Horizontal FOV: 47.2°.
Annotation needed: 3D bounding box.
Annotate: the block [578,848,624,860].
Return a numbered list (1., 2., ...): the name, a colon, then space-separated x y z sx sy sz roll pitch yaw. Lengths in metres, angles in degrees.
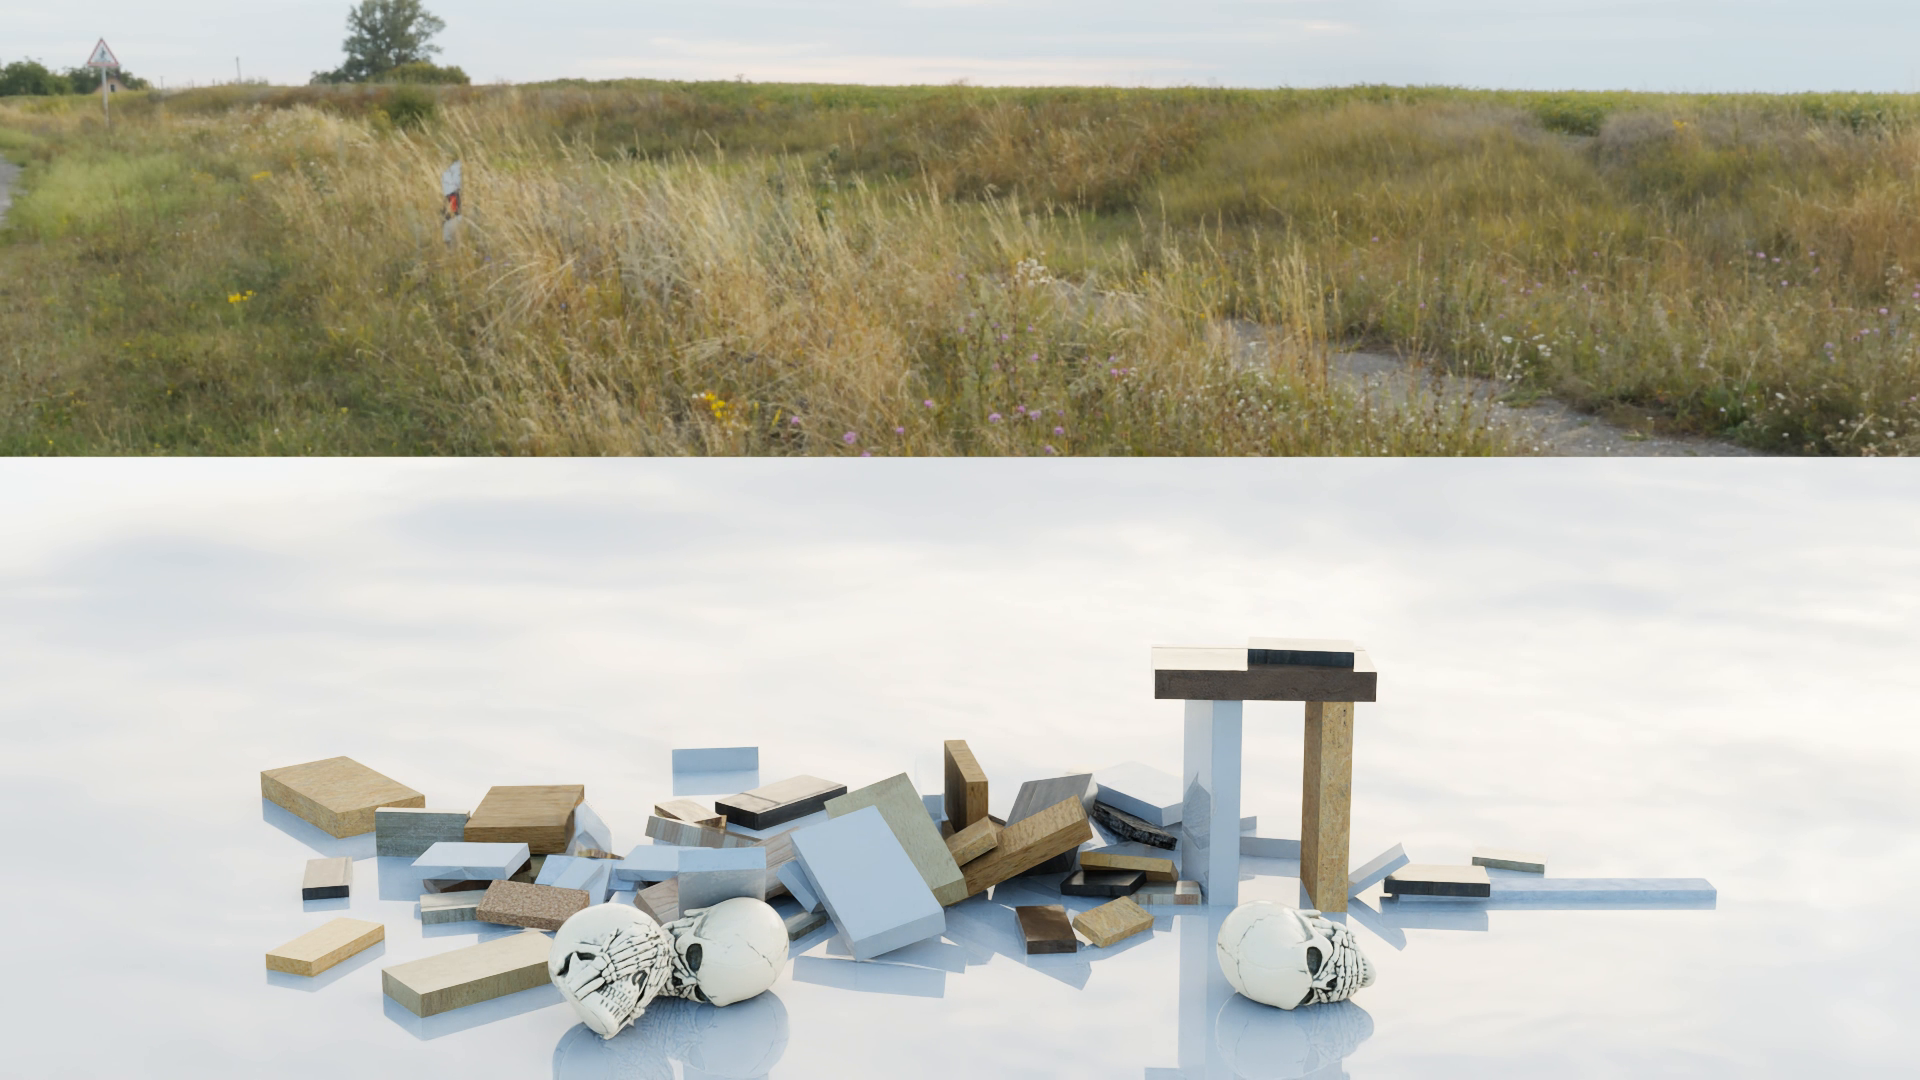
1. block: -0.597 0.544 3.733 0.093 0.013 0.046 23 -29 -34

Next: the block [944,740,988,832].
1. block: 0.010 0.451 3.875 0.037 0.132 0.264 -2 11 -9

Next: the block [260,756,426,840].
1. block: -1.161 0.480 4.130 0.171 0.048 0.342 -9 14 -39

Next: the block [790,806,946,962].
1. block: -0.149 0.542 3.493 0.149 0.042 0.298 -17 33 -17

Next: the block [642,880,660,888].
1. block: -0.522 0.563 3.764 0.065 0.018 0.130 -5 12 -24

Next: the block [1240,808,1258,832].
1. block: 0.450 0.490 3.954 0.086 0.024 0.171 -5 12 -26

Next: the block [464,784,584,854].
1. block: -0.777 0.499 3.945 0.171 0.048 0.342 -1 6 -4

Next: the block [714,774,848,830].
1. block: -0.333 0.490 4.117 0.116 0.033 0.232 9 14 40

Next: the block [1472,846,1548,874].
1. block: 0.954 0.554 3.813 0.122 0.017 0.061 4 11 20

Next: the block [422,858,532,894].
1. block: -0.812 0.558 3.697 0.161 0.023 0.081 -18 20 -31

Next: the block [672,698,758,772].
1. block: -0.509 0.401 4.552 0.171 0.048 0.381 -1 11 -7

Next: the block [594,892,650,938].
1. block: -0.535 0.602 3.544 0.075 0.021 0.149 1 11 5

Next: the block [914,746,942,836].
1. block: -0.057 0.460 3.868 0.033 0.116 0.293 -1 11 -4

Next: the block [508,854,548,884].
1. block: -0.748 0.560 3.766 0.164 0.023 0.082 10 15 43

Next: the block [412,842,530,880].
1. block: -0.820 0.538 3.686 0.174 0.025 0.087 -2 18 16

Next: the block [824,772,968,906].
1. block: -0.108 0.508 3.623 0.149 0.042 0.298 -19 34 -11

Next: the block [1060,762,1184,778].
1. block: 0.322 0.471 4.214 0.244 0.035 0.122 4 11 19

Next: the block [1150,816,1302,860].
1. block: 0.497 0.525 3.922 0.299 0.035 0.122 2 11 13

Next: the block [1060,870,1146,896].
1. block: 0.238 0.570 3.657 0.129 0.018 0.064 -5 12 30

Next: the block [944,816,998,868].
1. block: -0.024 0.530 3.682 0.181 0.026 0.090 -30 10 3

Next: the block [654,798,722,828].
1. block: -0.495 0.500 3.999 0.067 0.019 0.134 -7 13 -34

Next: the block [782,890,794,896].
1. block: -0.339 0.559 3.655 0.148 0.021 0.074 14 6 -20

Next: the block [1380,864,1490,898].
1. block: 0.787 0.564 3.648 0.171 0.024 0.085 1 11 6

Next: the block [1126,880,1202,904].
1. block: 0.332 0.585 3.646 0.129 0.018 0.064 0 11 1

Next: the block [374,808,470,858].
1. block: -0.941 0.514 3.856 0.164 0.082 0.023 1 11 5

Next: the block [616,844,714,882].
1. block: -0.487 0.536 3.641 0.148 0.021 0.074 -2 24 25

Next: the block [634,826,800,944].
1. block: -0.365 0.556 3.567 0.356 0.026 0.090 -17 54 -47

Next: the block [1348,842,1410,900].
1. block: 0.688 0.550 3.651 0.122 0.017 0.061 -34 5 10

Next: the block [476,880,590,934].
1. block: -0.685 0.587 3.529 0.161 0.023 0.081 6 29 8

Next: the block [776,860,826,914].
1. block: -0.210 0.556 3.619 0.090 0.026 0.181 44 28 25

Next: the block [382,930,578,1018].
1. block: -0.715 0.644 3.278 0.255 0.036 0.127 -9 14 -39

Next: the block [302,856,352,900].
1. block: -1.067 0.571 3.714 0.075 0.021 0.149 -2 11 -13

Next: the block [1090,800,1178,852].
1. block: 0.282 0.496 3.927 0.077 0.022 0.412 16 0 -14

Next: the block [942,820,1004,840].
1. block: -0.033 0.534 3.880 0.232 0.033 0.116 -8 13 -36

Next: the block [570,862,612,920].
1. block: -0.612 0.573 3.604 0.067 0.019 0.134 0 27 -1

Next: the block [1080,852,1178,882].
1. block: 0.285 0.553 3.696 0.155 0.022 0.077 3 -25 16

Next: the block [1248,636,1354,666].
1. block: 0.556 0.182 3.589 0.171 0.024 0.086 2 11 9

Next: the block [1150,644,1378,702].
1. block: 0.493 0.217 3.604 0.354 0.050 0.177 1 11 3

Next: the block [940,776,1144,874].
1. block: 0.134 0.512 3.975 0.149 0.042 0.452 -7 13 -33

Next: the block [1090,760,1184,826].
1. block: 0.339 0.458 3.986 0.122 0.035 0.244 -13 15 -31

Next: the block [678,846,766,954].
1. block: -0.361 0.546 3.323 0.127 0.255 0.036 -2 53 -8

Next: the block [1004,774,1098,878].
1. block: 0.149 0.496 3.824 0.132 0.037 0.264 -10 22 19

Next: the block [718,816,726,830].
1. block: -0.491 0.520 3.996 0.130 0.018 0.065 -1 11 -3

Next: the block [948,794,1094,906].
1. block: 0.090 0.516 3.661 0.264 0.037 0.132 -26 10 3

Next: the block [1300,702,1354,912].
1. block: 0.606 0.416 3.636 0.050 0.354 0.177 0 11 0

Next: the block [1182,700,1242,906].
1. block: 0.419 0.410 3.668 0.050 0.354 0.177 -2 11 -9

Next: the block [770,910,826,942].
1. block: -0.258 0.614 3.502 0.046 0.013 0.093 6 12 29

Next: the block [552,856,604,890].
1. block: -0.628 0.555 3.605 0.046 0.013 0.093 11 29 20

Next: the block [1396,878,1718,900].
1. block: 0.988 0.582 3.665 0.526 0.017 0.061 0 11 0

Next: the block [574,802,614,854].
1. block: -0.643 0.516 3.859 0.021 0.075 0.149 -40 16 0

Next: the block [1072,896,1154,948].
1. block: 0.243 0.605 3.483 0.064 0.018 0.129 33 29 34

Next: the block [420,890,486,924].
1. block: -0.795 0.595 3.580 0.161 0.023 0.081 -3 11 -15

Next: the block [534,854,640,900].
1. block: -0.618 0.564 3.669 0.164 0.023 0.082 3 27 6

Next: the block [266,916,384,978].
1. block: -0.979 0.628 3.398 0.087 0.025 0.174 4 11 23

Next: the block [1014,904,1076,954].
1. block: 0.135 0.615 3.475 0.077 0.022 0.155 -1 11 -6

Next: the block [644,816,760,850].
1. block: -0.408 0.524 3.805 0.255 0.036 0.127 8 -8 37
